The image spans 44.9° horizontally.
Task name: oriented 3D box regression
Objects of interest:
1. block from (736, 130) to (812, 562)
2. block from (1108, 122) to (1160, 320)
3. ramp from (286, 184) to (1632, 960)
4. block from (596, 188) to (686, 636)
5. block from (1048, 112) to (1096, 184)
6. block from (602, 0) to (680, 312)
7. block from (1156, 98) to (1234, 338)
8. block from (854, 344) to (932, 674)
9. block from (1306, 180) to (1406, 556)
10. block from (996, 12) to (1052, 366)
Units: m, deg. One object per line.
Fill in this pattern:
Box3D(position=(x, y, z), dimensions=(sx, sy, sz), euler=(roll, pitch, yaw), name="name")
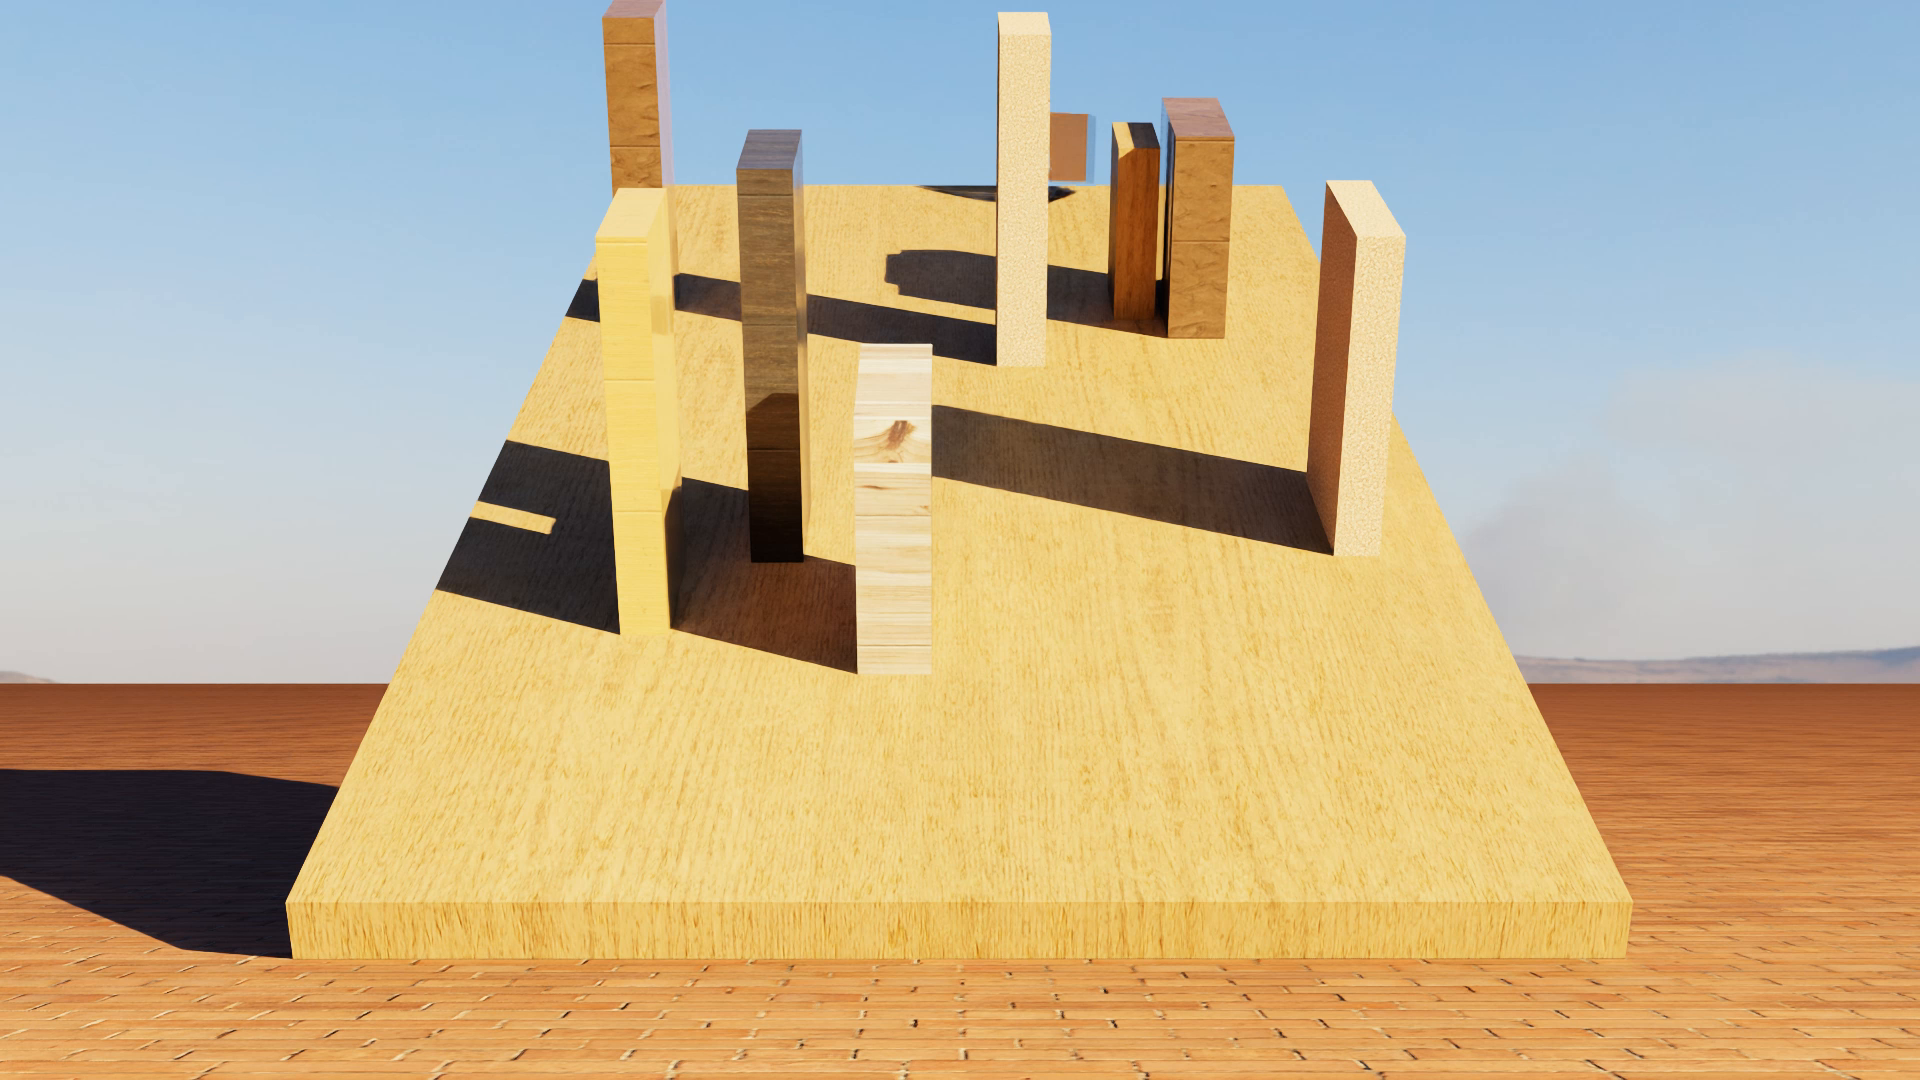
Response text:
Box3D(position=(-0.358, -0.376, 4.535), dimensions=(0.103, 0.789, 0.297), euler=(0, 24, 0), name="block")
Box3D(position=(0.444, -0.819, 5.961), dimensions=(0.103, 0.446, 0.265), euler=(0, 24, 0), name="block")
Box3D(position=(-0.008, -0.228, 5.299), dimensions=(2.000, 0.100, 4.000), euler=(0, 24, 0), name="ramp")
Box3D(position=(-0.579, -0.233, 4.253), dimensions=(0.088, 0.756, 0.308), euler=(0, 24, 0), name="block")
Box3D(position=(0.292, -1.167, 6.925), dimensions=(0.197, 0.197, 0.197), euler=(3, 7, 10), name="block")
Box3D(position=(-0.795, -0.946, 5.832), dimensions=(0.124, 0.777, 0.254), euler=(0, 24, 0), name="block")
Box3D(position=(0.588, -0.818, 5.877), dimensions=(0.142, 0.512, 0.408), euler=(0, 24, 0), name="block")
Box3D(position=(-0.116, -0.061, 4.202), dimensions=(0.131, 0.484, 0.387), euler=(0, 24, 0), name="block")
Box3D(position=(0.784, -0.347, 4.642), dimensions=(0.090, 0.653, 0.395), euler=(0, 24, 0), name="block")
Box3D(position=(0.148, -0.835, 5.559), dimensions=(0.116, 0.799, 0.255), euler=(0, 24, 0), name="block")
